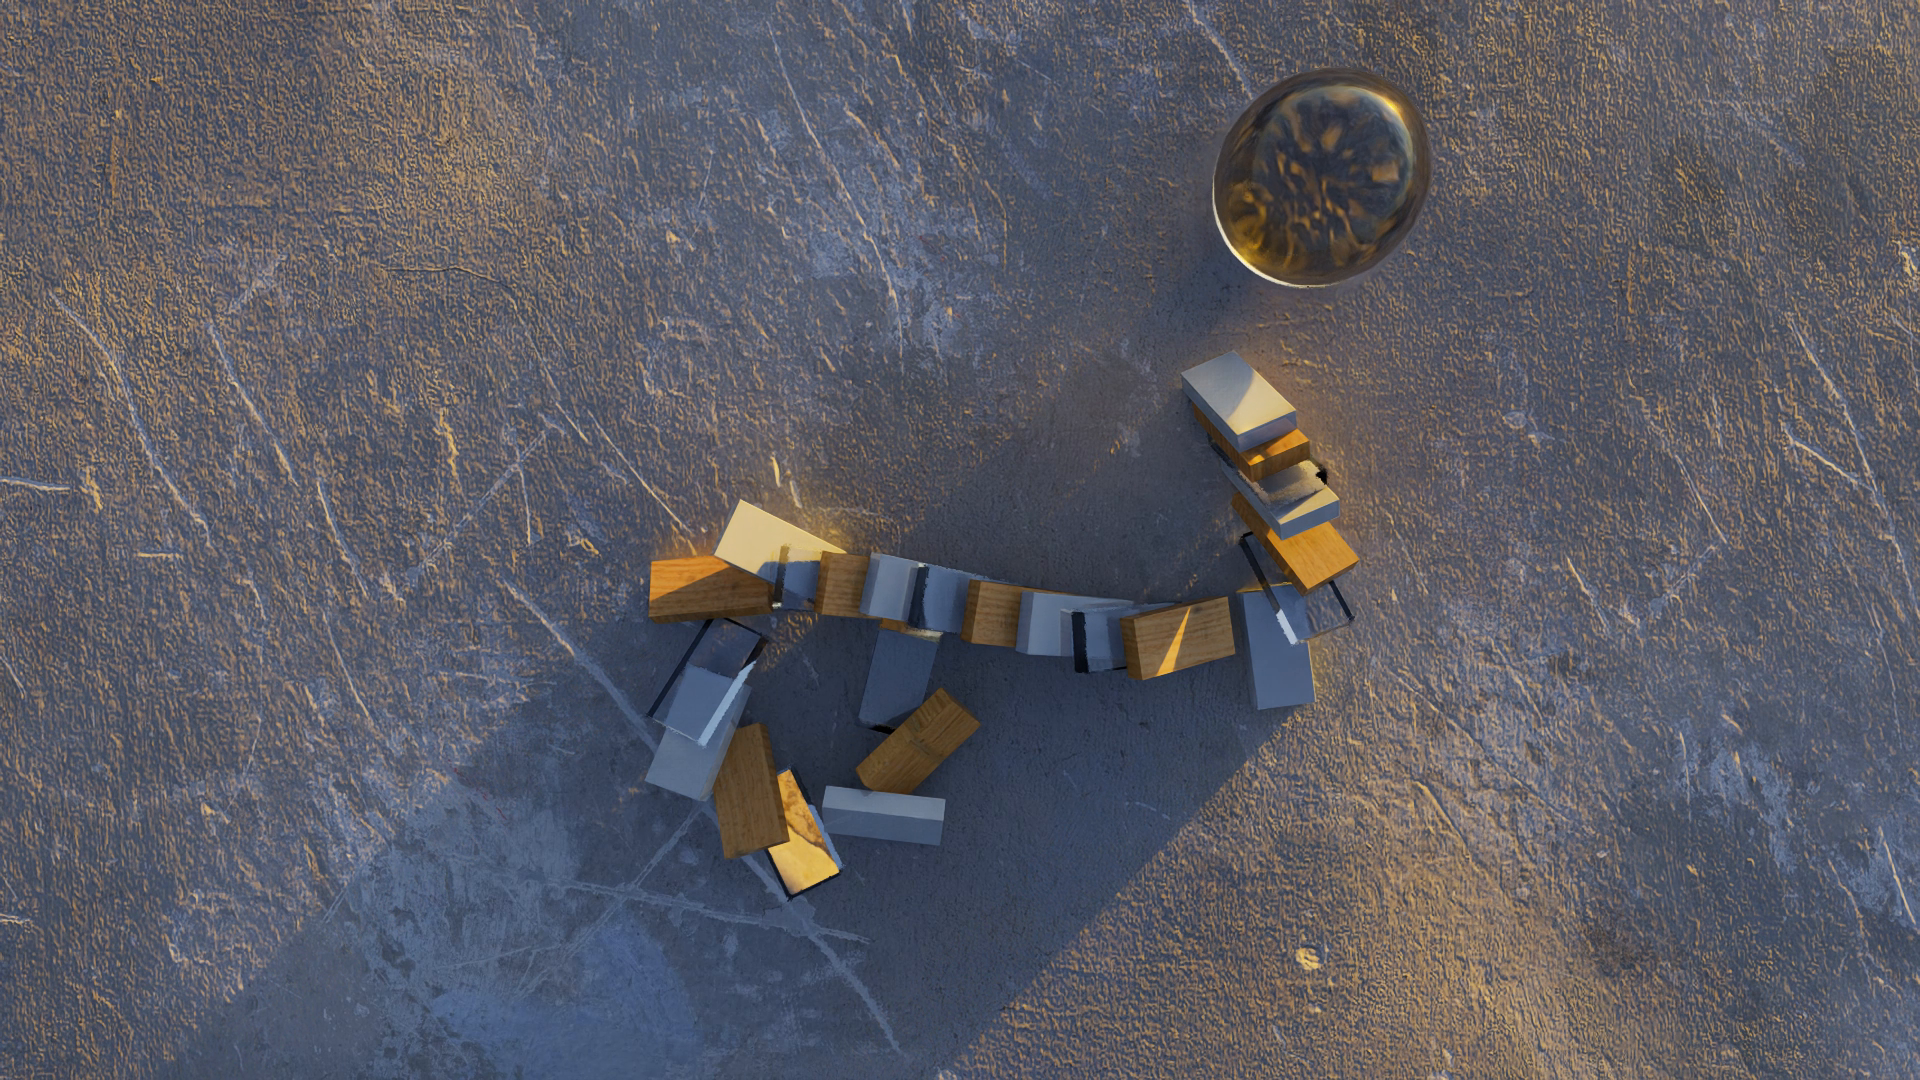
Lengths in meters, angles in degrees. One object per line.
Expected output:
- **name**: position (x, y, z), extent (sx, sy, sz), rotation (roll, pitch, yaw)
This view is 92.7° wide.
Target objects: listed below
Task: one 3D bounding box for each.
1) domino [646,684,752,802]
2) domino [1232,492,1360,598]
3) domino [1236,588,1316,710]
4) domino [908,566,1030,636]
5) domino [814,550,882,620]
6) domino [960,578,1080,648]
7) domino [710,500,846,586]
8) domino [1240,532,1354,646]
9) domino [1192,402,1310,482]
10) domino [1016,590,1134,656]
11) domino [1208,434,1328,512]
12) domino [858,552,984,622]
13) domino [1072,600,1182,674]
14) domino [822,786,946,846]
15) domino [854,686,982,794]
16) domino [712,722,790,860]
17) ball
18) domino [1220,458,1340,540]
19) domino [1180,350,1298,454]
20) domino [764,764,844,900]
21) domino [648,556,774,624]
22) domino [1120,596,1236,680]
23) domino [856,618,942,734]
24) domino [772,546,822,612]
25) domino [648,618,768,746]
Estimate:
- **domino**: position (-0.110, 0.081, 0.387), extent (0.025, 0.009, 0.050), rotation (16, 74, 10)
- **domino**: position (0.139, -0.004, 0.383), extent (0.025, 0.010, 0.050), rotation (-28, 66, -6)
- **domino**: position (0.136, 0.046, 0.395), extent (0.025, 0.010, 0.050), rotation (-8, 90, 0)
- **domino**: position (0.004, 0.027, 0.383), extent (0.050, 0.010, 0.025), rotation (12, 88, -30)
- **domino**: position (-0.034, 0.020, 0.382), extent (0.050, 0.009, 0.025), rotation (9, 90, -31)
- **domino**: position (0.026, 0.032, 0.384), extent (0.050, 0.010, 0.025), rotation (9, 90, -28)
- **domino**: position (-0.076, 0.006, 0.383), extent (0.050, 0.010, 0.025), rotation (28, 75, -23)
- **domino**: position (0.141, 0.017, 0.386), extent (0.025, 0.009, 0.050), rotation (-20, 69, -2)
- **domino**: position (0.119, -0.046, 0.378), extent (0.025, 0.050, 0.010), rotation (-23, 132, 0)
- **domino**: position (0.048, 0.036, 0.385), extent (0.050, 0.009, 0.025), rotation (6, 90, -27)
- **domino**: position (0.126, -0.035, 0.378), extent (0.025, 0.050, 0.010), rotation (-24, 132, -1)
- **domino**: position (-0.015, 0.022, 0.383), extent (0.050, 0.009, 0.025), rotation (13, 87, -31)
- **domino**: position (0.071, 0.040, 0.385), extent (0.050, 0.009, 0.025), rotation (-4, 90, -27)
- **domino**: position (-0.032, 0.117, 0.388), extent (0.050, 0.025, 0.010), rotation (7, 49, 0)
- **domino**: position (-0.017, 0.087, 0.388), extent (0.050, 0.009, 0.025), rotation (-44, 133, 0)
- **domino**: position (-0.090, 0.105, 0.386), extent (0.025, 0.010, 0.050), rotation (-18, 68, 3)
- **ball**: position (0.140, -0.140, 0.360), extent (0.080, 0.080, 0.080), rotation (0, 90, 0)
- **domino**: position (0.131, -0.023, 0.378), extent (0.025, 0.050, 0.010), rotation (-23, 132, 0)
- **domino**: position (0.114, -0.058, 0.378), extent (0.025, 0.050, 0.010), rotation (-23, 132, 0)
- **domino**: position (-0.073, 0.126, 0.395), extent (0.025, 0.010, 0.050), rotation (-26, 90, 0)
- **domino**: position (-0.106, 0.020, 0.391), extent (0.050, 0.009, 0.025), rotation (-5, 66, 0)
- **domino**: position (0.092, 0.040, 0.384), extent (0.050, 0.010, 0.025), rotation (-10, 93, -26)
- **domino**: position (-0.026, 0.059, 0.385), extent (0.025, 0.009, 0.050), rotation (15, 114, 0)
- **domino**: position (-0.051, 0.018, 0.383), extent (0.050, 0.009, 0.025), rotation (8, 90, -31)
- **domino**: position (-0.105, 0.057, 0.384), extent (0.025, 0.010, 0.050), rotation (23, 67, 13)
